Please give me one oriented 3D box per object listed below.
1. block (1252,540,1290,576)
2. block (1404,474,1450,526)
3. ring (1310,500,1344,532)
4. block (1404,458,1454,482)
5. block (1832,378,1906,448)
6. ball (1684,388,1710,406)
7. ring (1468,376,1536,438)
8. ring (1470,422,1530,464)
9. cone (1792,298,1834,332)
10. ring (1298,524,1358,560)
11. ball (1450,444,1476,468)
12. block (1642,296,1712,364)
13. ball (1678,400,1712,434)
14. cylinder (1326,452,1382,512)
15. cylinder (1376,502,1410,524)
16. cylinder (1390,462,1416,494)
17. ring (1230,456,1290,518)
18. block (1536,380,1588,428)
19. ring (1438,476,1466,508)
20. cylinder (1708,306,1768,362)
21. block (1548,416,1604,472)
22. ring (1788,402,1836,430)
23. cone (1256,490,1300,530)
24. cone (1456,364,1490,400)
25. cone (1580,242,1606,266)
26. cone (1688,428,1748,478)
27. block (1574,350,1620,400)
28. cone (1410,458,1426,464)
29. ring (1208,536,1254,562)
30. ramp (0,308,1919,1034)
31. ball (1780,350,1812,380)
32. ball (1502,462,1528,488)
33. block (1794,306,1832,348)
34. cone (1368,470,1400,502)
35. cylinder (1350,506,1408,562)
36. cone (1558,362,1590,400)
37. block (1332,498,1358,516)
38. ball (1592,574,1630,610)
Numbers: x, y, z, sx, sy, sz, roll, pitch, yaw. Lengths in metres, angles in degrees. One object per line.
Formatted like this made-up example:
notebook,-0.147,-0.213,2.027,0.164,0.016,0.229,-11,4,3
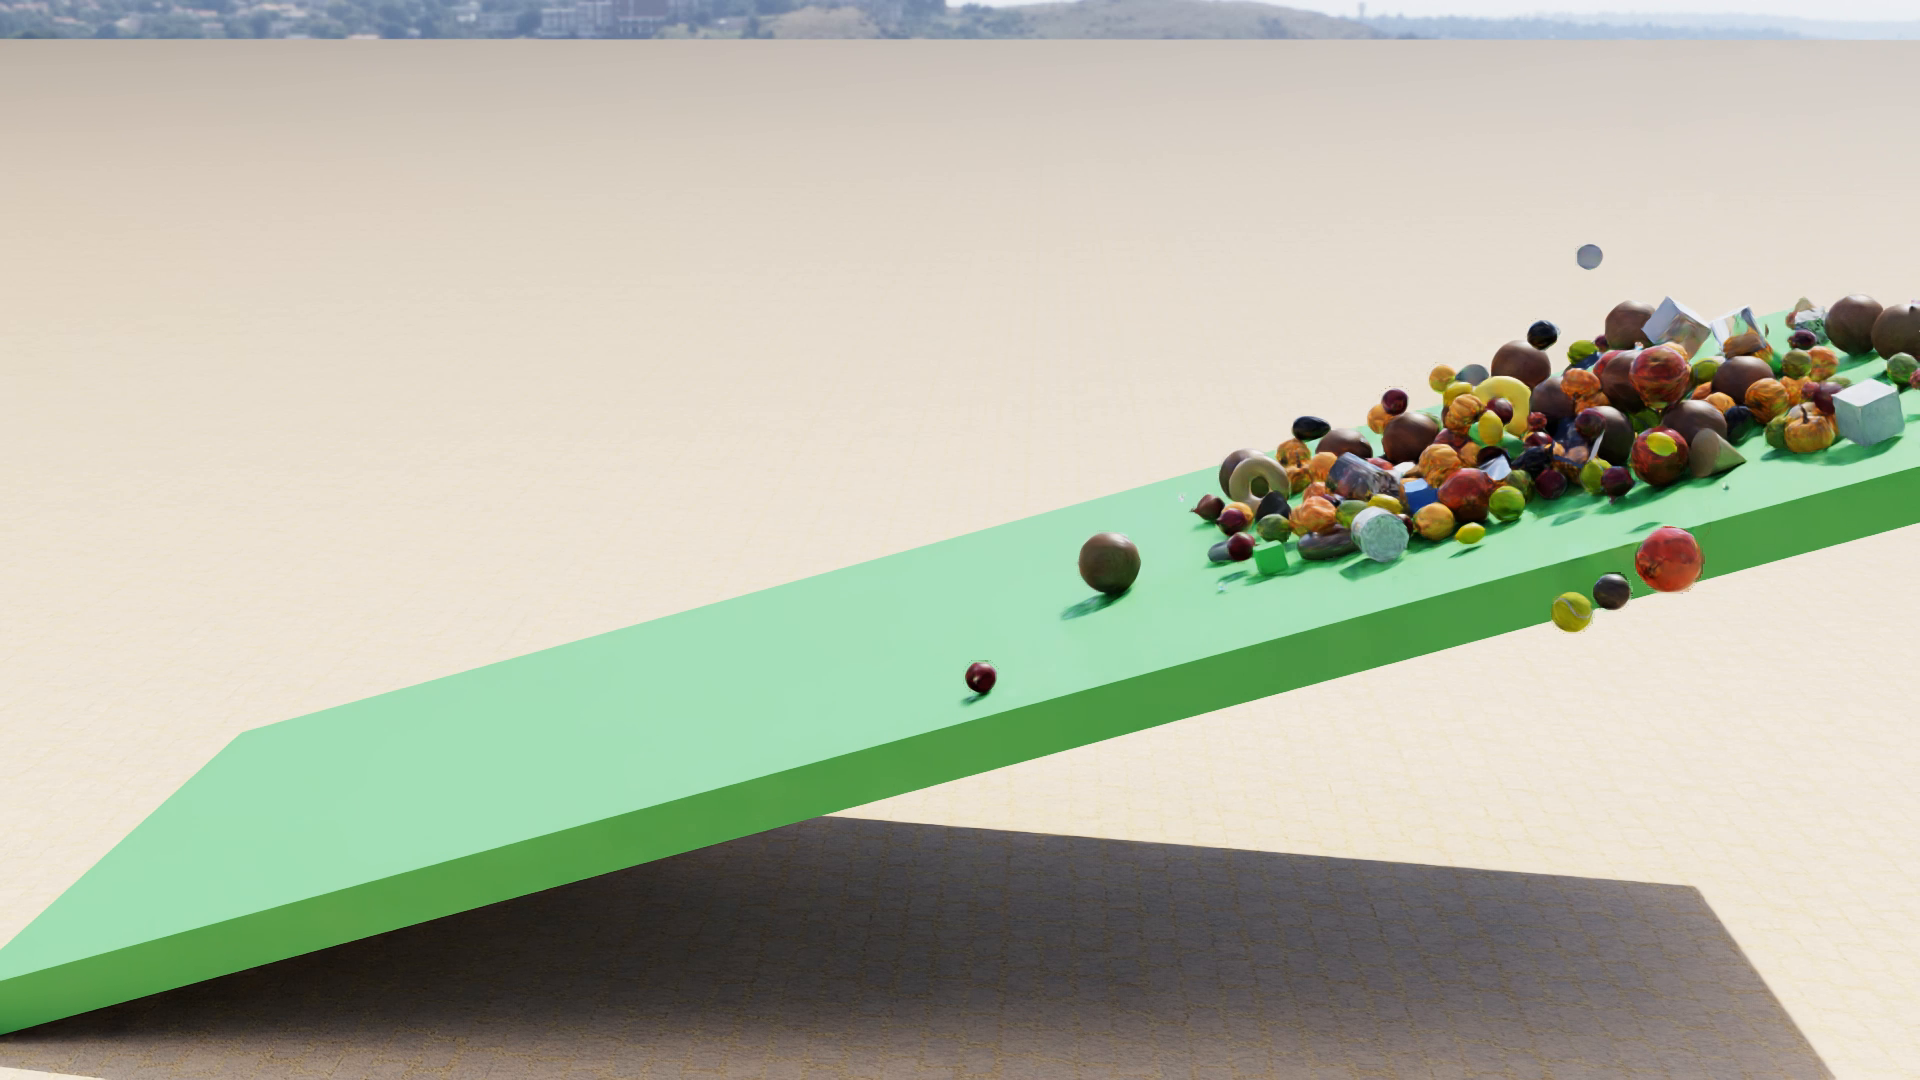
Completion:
block,0.618,0.036,5.856,0.053,0.053,0.053,-16,10,-2
block,0.938,-0.080,5.920,0.071,0.071,0.071,-15,16,6
ring,0.744,-0.037,5.973,0.033,0.098,0.098,37,11,-2
block,0.975,-0.119,6.085,0.074,0.074,0.074,-16,8,27
block,1.693,-0.237,5.480,0.085,0.085,0.085,-23,24,-12
ball,1.555,-0.293,6.202,0.052,0.052,0.052,0,10,0
ring,1.146,-0.278,6.219,0.143,0.143,0.048,2,-16,10
ring,1.105,-0.199,6.019,0.136,0.045,0.136,25,10,-5
cone,1.985,-0.514,6.808,0.084,0.084,0.084,9,9,-10
ring,0.741,0.003,5.867,0.141,0.047,0.141,-14,10,3
ball,1.084,-0.181,6.335,0.054,0.054,0.054,0,10,0
block,1.546,-0.453,6.339,0.092,0.092,0.092,28,20,-18
ball,1.500,-0.251,6.001,0.070,0.070,0.070,0,10,0
cylinder,0.815,-0.114,6.006,0.098,0.098,0.098,31,27,34
cylinder,0.873,-0.052,5.939,0.053,0.053,0.053,-5,2,-26
cylinder,0.941,-0.131,6.268,0.059,0.059,0.059,8,23,36
ring,0.654,-0.115,6.420,0.139,0.139,0.046,5,7,24
block,1.339,-0.302,6.534,0.079,0.079,0.079,-17,10,-3
ring,0.989,-0.098,6.000,0.087,0.029,0.087,6,39,-5
cylinder,1.609,-0.426,6.083,0.089,0.089,0.089,-25,3,1
block,1.209,-0.189,5.775,0.076,0.076,0.076,22,-1,20
ring,1.672,-0.244,5.756,0.103,0.034,0.103,-10,17,3
cone,0.692,-0.045,6.243,0.091,0.091,0.091,-10,30,-43
cone,1.116,-0.358,6.513,0.082,0.082,0.082,-3,15,-18
cone,1.458,-0.649,6.795,0.060,0.060,0.060,1,-19,7
cone,1.461,-0.158,5.609,0.099,0.099,0.099,9,7,-19
block,1.374,-0.355,6.351,0.064,0.064,0.064,34,36,-30
cone,0.986,-0.162,6.325,0.052,0.052,0.052,11,43,45
ring,0.563,0.019,6.106,0.100,0.033,0.100,-20,7,3
ramp,0.085,0.189,6.325,4.000,0.100,2.000,-15,10,4
ball,1.654,-0.347,5.817,0.060,0.060,0.060,0,10,0
ball,1.127,-0.132,5.986,0.053,0.053,0.053,0,10,0
block,1.915,-0.478,6.601,0.062,0.062,0.062,-13,23,28
cone,0.873,-0.124,5.937,0.072,0.072,0.072,8,32,37
cylinder,0.811,-0.011,5.687,0.094,0.094,0.094,-1,9,-4
cone,1.428,-0.345,6.674,0.099,0.099,0.099,-9,21,-41
block,0.835,-0.096,6.204,0.071,0.071,0.071,-20,10,-23
ball,1.125,0.090,5.079,0.064,0.064,0.064,0,10,0
